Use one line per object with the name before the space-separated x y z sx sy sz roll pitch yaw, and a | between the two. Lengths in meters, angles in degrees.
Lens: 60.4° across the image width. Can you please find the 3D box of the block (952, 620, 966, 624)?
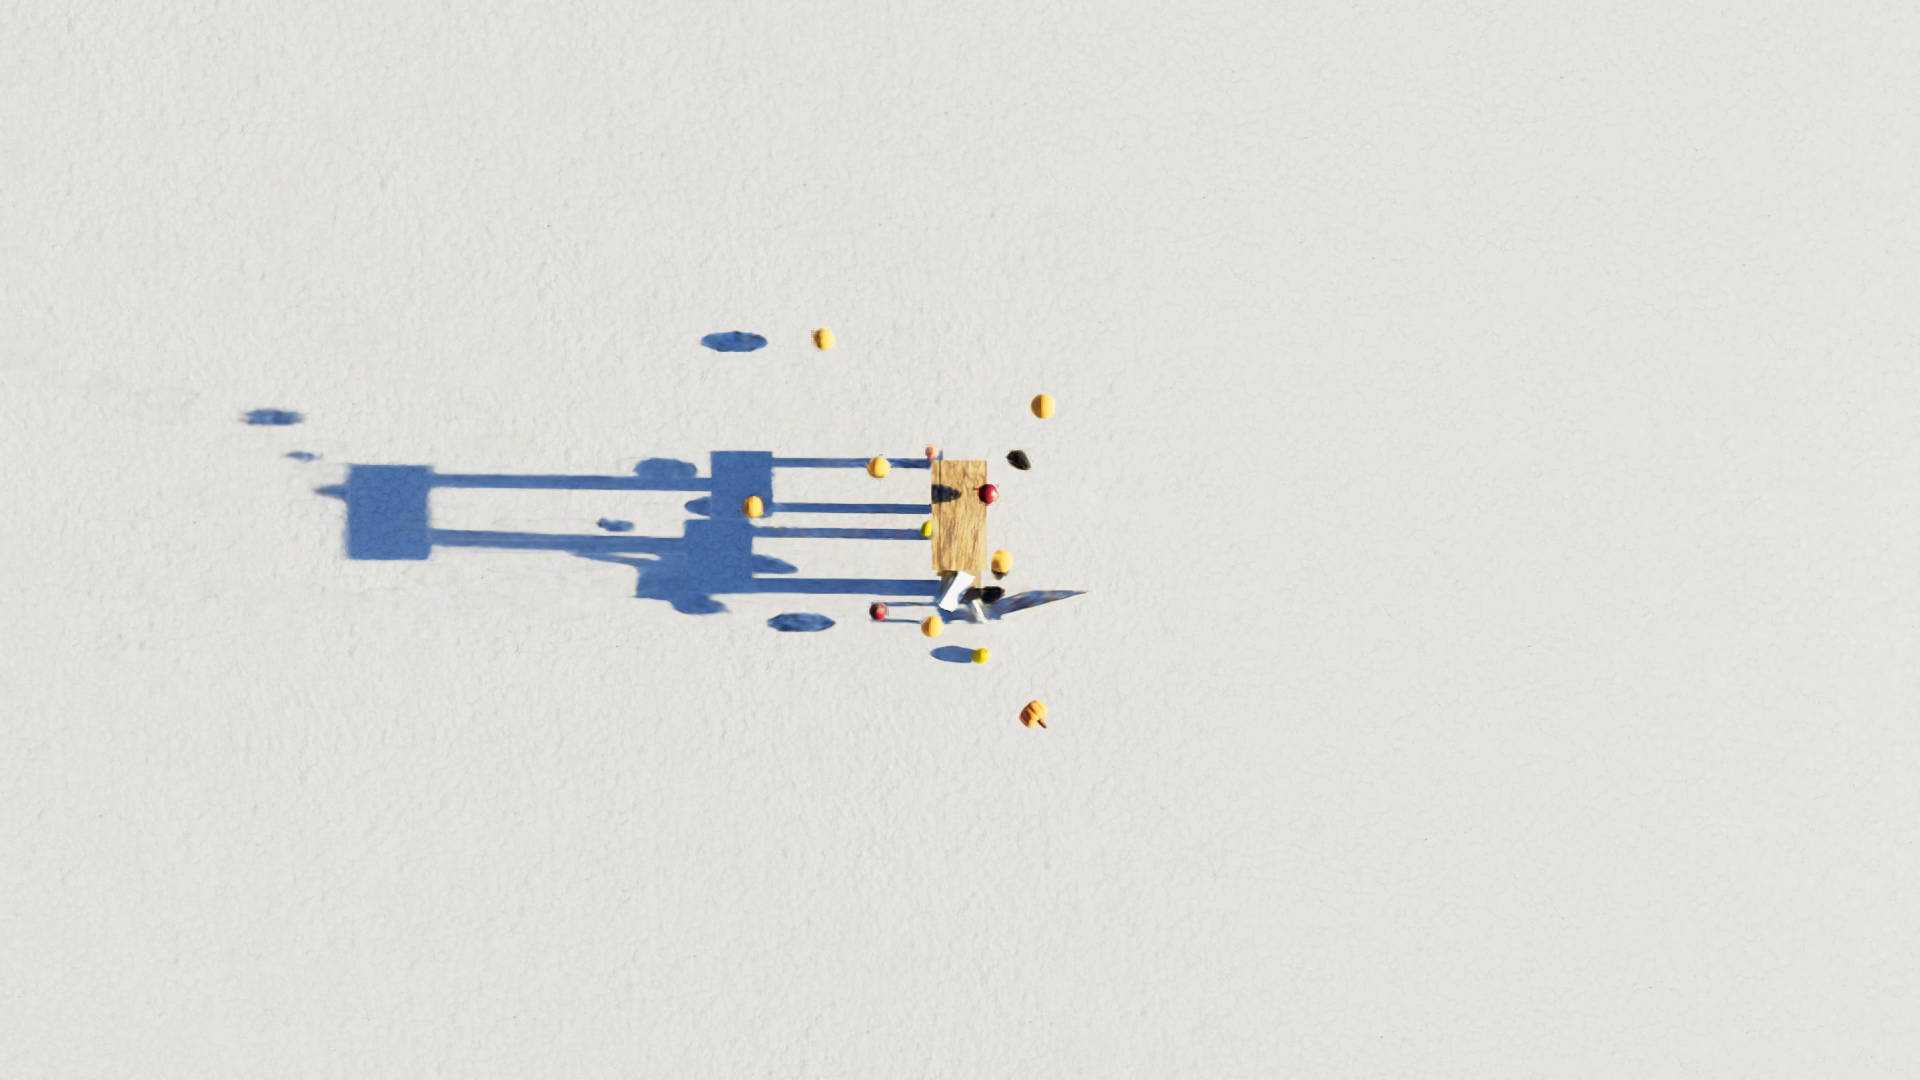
block | -0.004 0.273 5.454 0.045 0.091 0.013 0 89 0

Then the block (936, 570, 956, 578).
block | -0.043 0.084 5.149 0.065 0.130 0.018 -3 69 0

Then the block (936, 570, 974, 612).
block | -0.015 0.159 5.179 0.065 0.018 0.130 23 102 -43

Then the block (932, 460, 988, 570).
block | -0.002 -0.071 4.866 0.162 0.046 0.323 0 89 0

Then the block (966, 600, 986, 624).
block | 0.054 0.236 5.477 0.013 0.045 0.091 -26 90 -26

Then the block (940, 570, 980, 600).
block | 0.002 0.067 5.231 0.126 0.036 0.251 0 90 0

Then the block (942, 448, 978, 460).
block | 0.001 -0.176 5.257 0.113 0.032 0.227 0 90 0

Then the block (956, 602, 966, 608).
block | -0.005 0.215 5.454 0.045 0.091 0.013 3 89 0

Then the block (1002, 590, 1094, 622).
block | 0.290 0.217 5.468 0.312 0.065 0.018 -15 90 0
